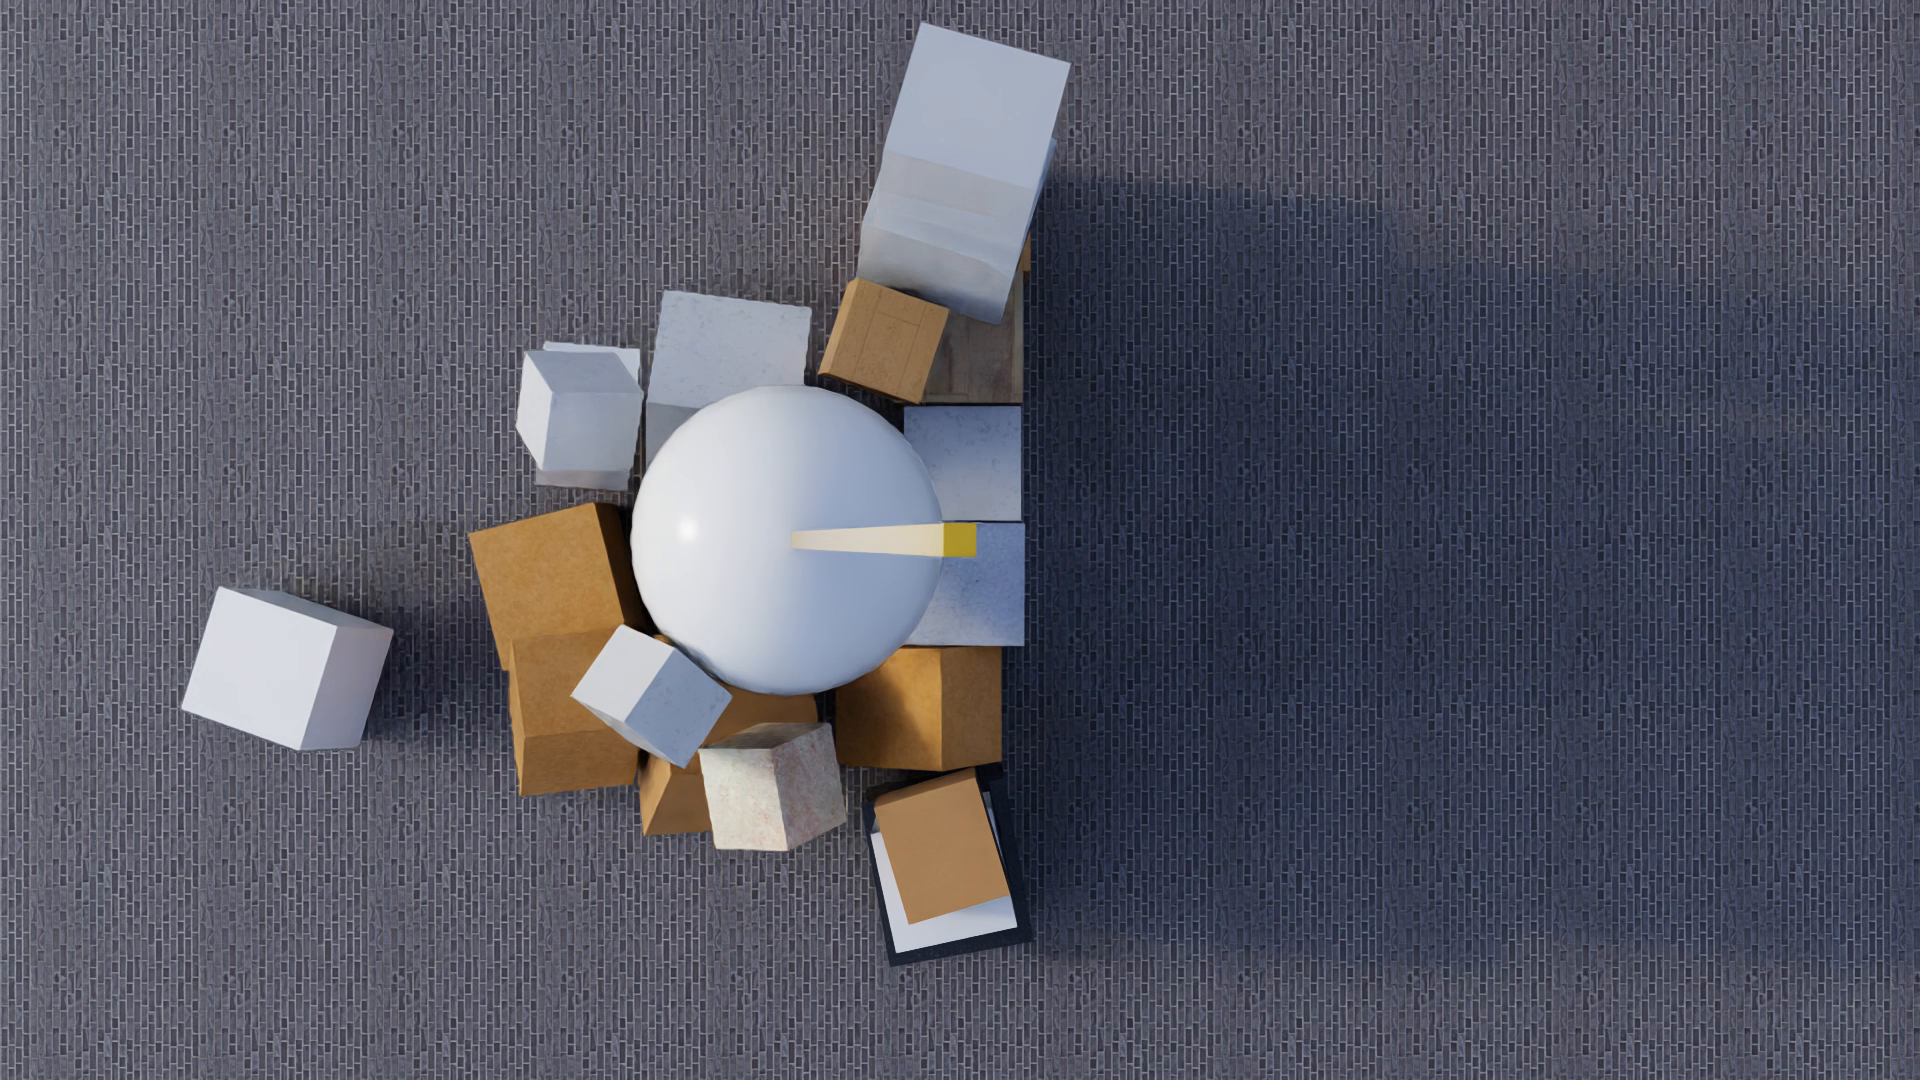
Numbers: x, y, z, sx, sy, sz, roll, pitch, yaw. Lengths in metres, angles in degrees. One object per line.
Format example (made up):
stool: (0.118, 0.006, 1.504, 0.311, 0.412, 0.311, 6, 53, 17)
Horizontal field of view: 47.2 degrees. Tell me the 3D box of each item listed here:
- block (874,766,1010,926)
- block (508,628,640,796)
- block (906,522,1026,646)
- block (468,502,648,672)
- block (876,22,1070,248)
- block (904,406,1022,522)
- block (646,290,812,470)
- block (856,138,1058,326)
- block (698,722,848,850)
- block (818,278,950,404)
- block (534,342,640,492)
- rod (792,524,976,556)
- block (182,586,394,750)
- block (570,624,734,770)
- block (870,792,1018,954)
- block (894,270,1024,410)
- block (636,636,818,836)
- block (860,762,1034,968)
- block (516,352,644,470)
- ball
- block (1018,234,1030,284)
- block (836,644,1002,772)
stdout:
block: (-0.089, 1.536, 11.110, 0.523, 0.528, 0.604, -17, 90, 0)
block: (-2.137, 0.954, 12.168, 0.628, 0.708, 0.606, -5, 59, -16)
block: (-0.020, 0.247, 12.656, 0.764, 0.689, 0.686, 0, 90, 0)
block: (-2.288, 0.259, 12.615, 0.723, 0.767, 0.789, -14, 90, 0)
block: (0.060, -2.048, 11.182, 0.774, 0.691, 0.723, 15, 73, -1)
block: (0.013, -0.432, 12.705, 0.664, 0.590, 0.648, 0, 90, 0)
block: (-1.311, -0.814, 12.429, 0.825, 0.769, 0.792, 7, 56, -5)
block: (-0.030, -1.771, 11.858, 0.829, 0.771, 0.792, 18, 73, 0)
block: (-0.970, 1.276, 11.433, 0.485, 0.502, 0.532, -4, 99, 35)
block: (-0.418, -1.073, 11.921, 0.512, 0.492, 0.531, 18, 91, -11)
block: (-2.127, -0.698, 12.535, 0.527, 0.663, 0.565, 4, 64, -11)
rod: (-0.382, 0.000, 7.895, 0.080, 5.200, 0.080, 0, 90, -8)
block: (-3.834, 0.734, 12.582, 0.764, 0.685, 0.719, 17, 90, 13)
block: (-1.548, 0.785, 11.055, 0.474, 0.497, 0.442, 46, 71, -39)
block: (-0.083, 1.762, 11.757, 0.641, 0.764, 0.629, -12, 90, 0)
block: (-0.011, -1.132, 12.607, 0.719, 0.786, 0.733, 0, 90, 0)
block: (-1.321, 1.081, 12.303, 0.841, 0.917, 0.815, -1, 63, -19)
block: (-0.069, 1.838, 12.569, 0.809, 0.861, 0.915, -10, 90, 0)
block: (-1.982, -0.674, 11.446, 0.486, 0.499, 0.443, -2, 119, -27)
ball: (-0.881, 0.000, 11.258, 1.600, 1.600, 1.600, 0, 90, 0)
block: (0.017, -1.853, 12.671, 0.758, 0.658, 0.687, 0, 90, 0)
block: (-0.235, 0.935, 12.540, 0.718, 0.632, 0.673, 0, 90, 33)
